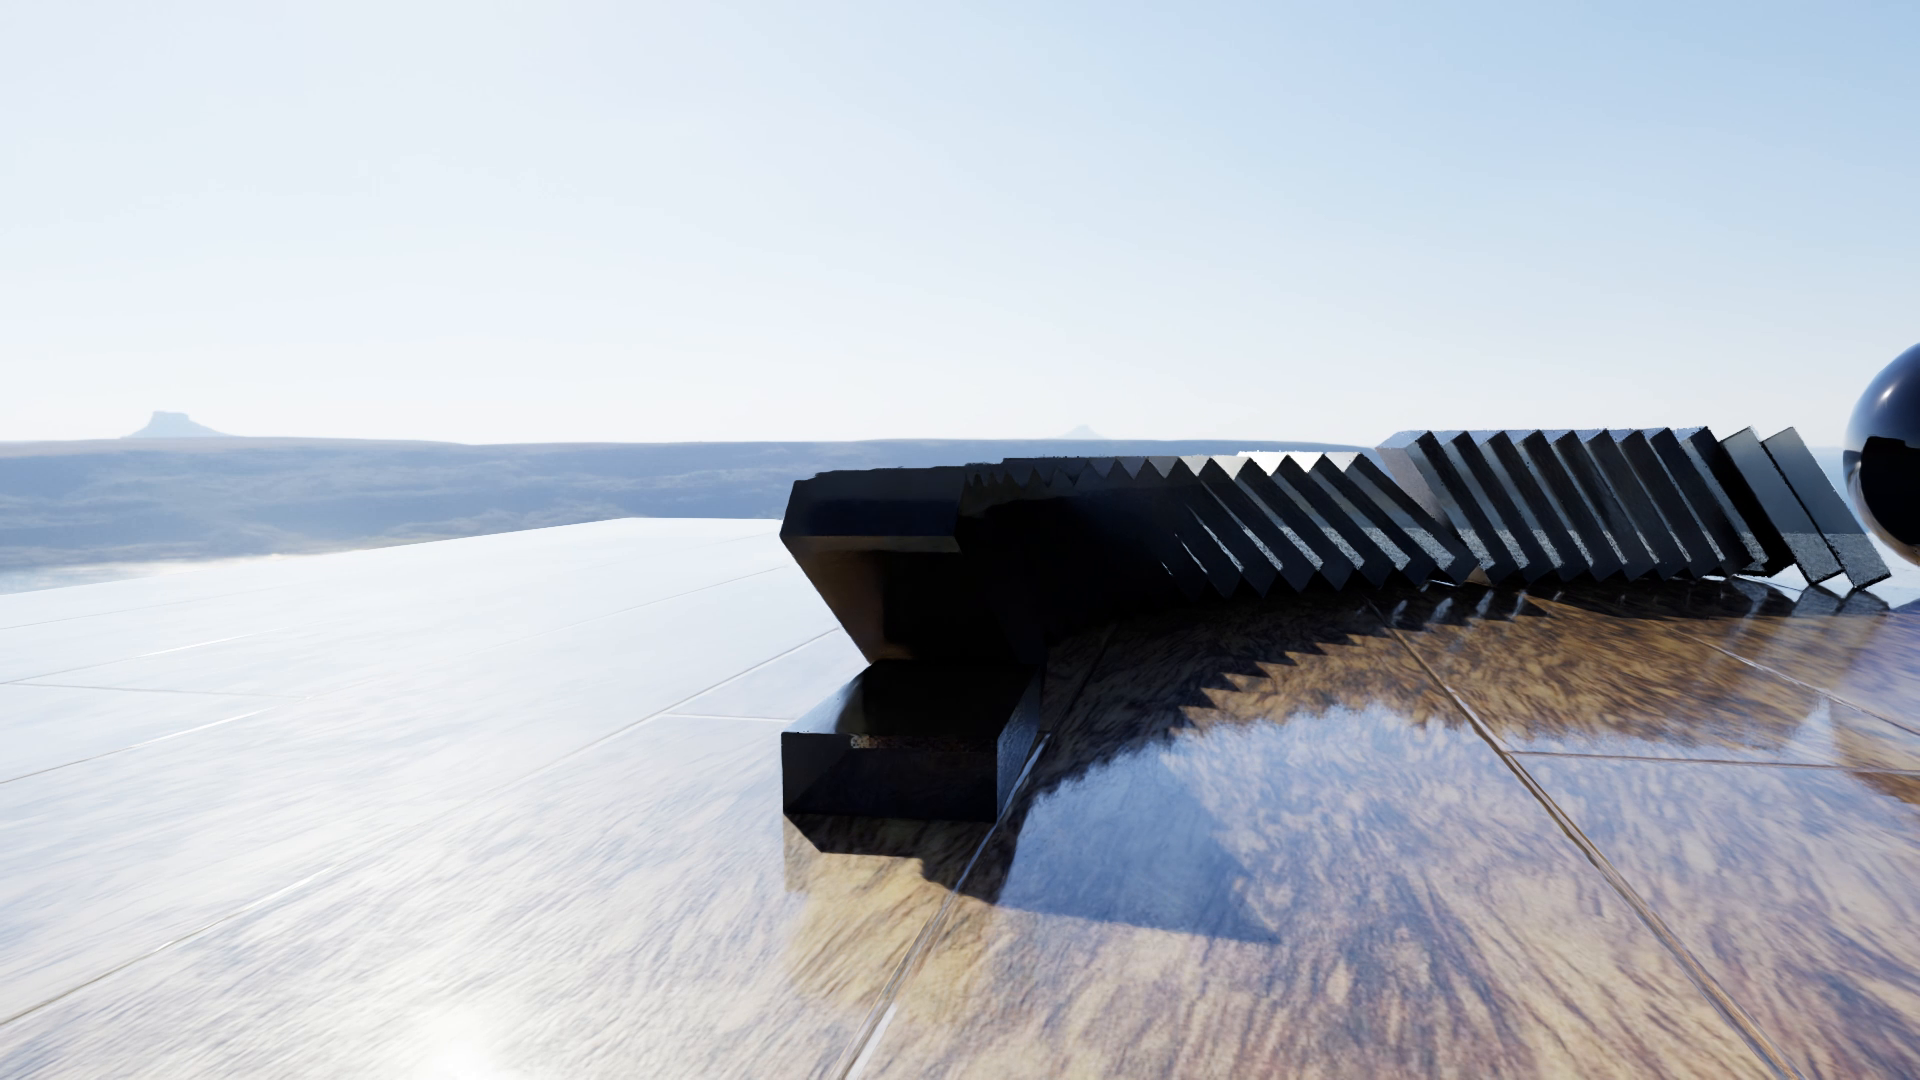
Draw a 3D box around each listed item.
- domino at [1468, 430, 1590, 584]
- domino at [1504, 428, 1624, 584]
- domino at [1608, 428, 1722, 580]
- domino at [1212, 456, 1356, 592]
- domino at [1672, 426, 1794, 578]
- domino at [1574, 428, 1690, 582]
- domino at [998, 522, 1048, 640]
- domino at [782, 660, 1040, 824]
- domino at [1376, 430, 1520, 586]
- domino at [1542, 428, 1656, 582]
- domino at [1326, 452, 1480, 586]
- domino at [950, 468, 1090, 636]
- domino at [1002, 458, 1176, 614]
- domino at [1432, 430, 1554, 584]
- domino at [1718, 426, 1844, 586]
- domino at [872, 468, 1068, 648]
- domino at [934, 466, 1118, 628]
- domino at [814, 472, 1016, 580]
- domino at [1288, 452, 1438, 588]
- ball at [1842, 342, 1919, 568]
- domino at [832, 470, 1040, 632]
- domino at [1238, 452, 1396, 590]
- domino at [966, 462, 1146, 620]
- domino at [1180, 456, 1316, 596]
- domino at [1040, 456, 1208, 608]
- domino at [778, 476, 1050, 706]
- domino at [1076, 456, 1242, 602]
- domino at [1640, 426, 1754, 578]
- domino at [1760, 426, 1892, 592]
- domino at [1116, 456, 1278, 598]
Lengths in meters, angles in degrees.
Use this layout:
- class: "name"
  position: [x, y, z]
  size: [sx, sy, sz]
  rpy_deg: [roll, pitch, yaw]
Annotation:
- class: "domino"
  position: [0.173, -0.011, 0.399]
  size: [0.009, 0.050, 0.025]
  rpy_deg: [-34, 4, 1]
- class: "domino"
  position: [0.184, -0.011, 0.401]
  size: [0.010, 0.050, 0.025]
  rpy_deg: [-33, 4, 1]
- class: "domino"
  position: [0.218, -0.012, 0.408]
  size: [0.010, 0.050, 0.025]
  rpy_deg: [-33, 4, 1]
- class: "domino"
  position: [0.089, -0.005, 0.371]
  size: [0.050, 0.009, 0.025]
  rpy_deg: [41, -13, -22]
- class: "domino"
  position: [0.241, -0.012, 0.408]
  size: [0.010, 0.050, 0.025]
  rpy_deg: [-33, -1, 4]
- class: "domino"
  position: [0.207, -0.011, 0.406]
  size: [0.010, 0.050, 0.025]
  rpy_deg: [-33, 4, 1]
- class: "domino"
  position: [-0.003, 0.005, 0.241]
  size: [0.025, 0.010, 0.050]
  rpy_deg: [1, -33, 23]
- class: "domino"
  position: [-0.004, 0.025, 0.170]
  size: [0.025, 0.009, 0.050]
  rpy_deg: [1, 4, 9]
- class: "domino"
  position: [0.150, -0.010, 0.396]
  size: [0.009, 0.050, 0.025]
  rpy_deg: [-34, 4, 1]
- class: "domino"
  position: [0.196, -0.011, 0.404]
  size: [0.009, 0.050, 0.025]
  rpy_deg: [-33, 4, 1]
- class: "domino"
  position: [0.132, -0.007, 0.392]
  size: [0.050, 0.009, 0.025]
  rpy_deg: [41, -1, -7]
- class: "domino"
  position: [0.007, 0.003, 0.274]
  size: [0.025, 0.010, 0.050]
  rpy_deg: [3, -32, 30]
- class: "domino"
  position: [0.031, -0.001, 0.317]
  size: [0.025, 0.009, 0.050]
  rpy_deg: [4, -34, 41]
- class: "domino"
  position: [0.161, -0.011, 0.398]
  size: [0.010, 0.050, 0.025]
  rpy_deg: [-34, 4, 1]
- class: "domino"
  position: [0.253, -0.011, 0.395]
  size: [0.010, 0.050, 0.025]
  rpy_deg: [-34, -15, 32]
- class: "domino"
  position: [0.002, 0.004, 0.257]
  size: [0.025, 0.009, 0.050]
  rpy_deg: [2, -32, 26]
- class: "domino"
  position: [0.014, 0.002, 0.288]
  size: [0.025, 0.009, 0.050]
  rpy_deg: [3, -32, 33]
- class: "domino"
  position: [-0.005, 0.008, 0.208]
  size: [0.025, 0.009, 0.050]
  rpy_deg: [1, -33, 17]
- class: "domino"
  position: [0.118, -0.006, 0.387]
  size: [0.050, 0.009, 0.025]
  rpy_deg: [41, -4, -12]
- class: "ball"
  position: [0.308, -0.026, 0.378]
  size: [0.080, 0.080, 0.080]
  rpy_deg: [0, 4, 0]
- class: "domino"
  position: [-0.004, 0.006, 0.224]
  size: [0.025, 0.009, 0.050]
  rpy_deg: [0, -33, 17]
- class: "domino"
  position: [0.103, -0.006, 0.379]
  size: [0.050, 0.009, 0.025]
  rpy_deg: [42, -10, -17]
- class: "domino"
  position: [0.022, 0.001, 0.303]
  size: [0.025, 0.009, 0.050]
  rpy_deg: [3, -32, 37]
- class: "domino"
  position: [0.076, -0.004, 0.363]
  size: [0.050, 0.010, 0.025]
  rpy_deg: [42, -15, -24]
- class: "domino"
  position: [0.041, -0.002, 0.329]
  size: [0.025, 0.009, 0.050]
  rpy_deg: [4, -33, 46]
- class: "domino"
  position: [-0.005, 0.009, 0.191]
  size: [0.025, 0.009, 0.050]
  rpy_deg: [-1, -33, 19]
- class: "domino"
  position: [0.051, -0.003, 0.341]
  size: [0.025, 0.010, 0.050]
  rpy_deg: [5, -33, 51]
- class: "domino"
  position: [0.229, -0.012, 0.411]
  size: [0.009, 0.050, 0.025]
  rpy_deg: [-33, 2, 2]
- class: "domino"
  position: [0.259, -0.010, 0.384]
  size: [0.009, 0.050, 0.025]
  rpy_deg: [-34, -15, 31]
- class: "domino"
  position: [0.063, -0.003, 0.352]
  size: [0.050, 0.009, 0.025]
  rpy_deg: [44, -20, -29]
